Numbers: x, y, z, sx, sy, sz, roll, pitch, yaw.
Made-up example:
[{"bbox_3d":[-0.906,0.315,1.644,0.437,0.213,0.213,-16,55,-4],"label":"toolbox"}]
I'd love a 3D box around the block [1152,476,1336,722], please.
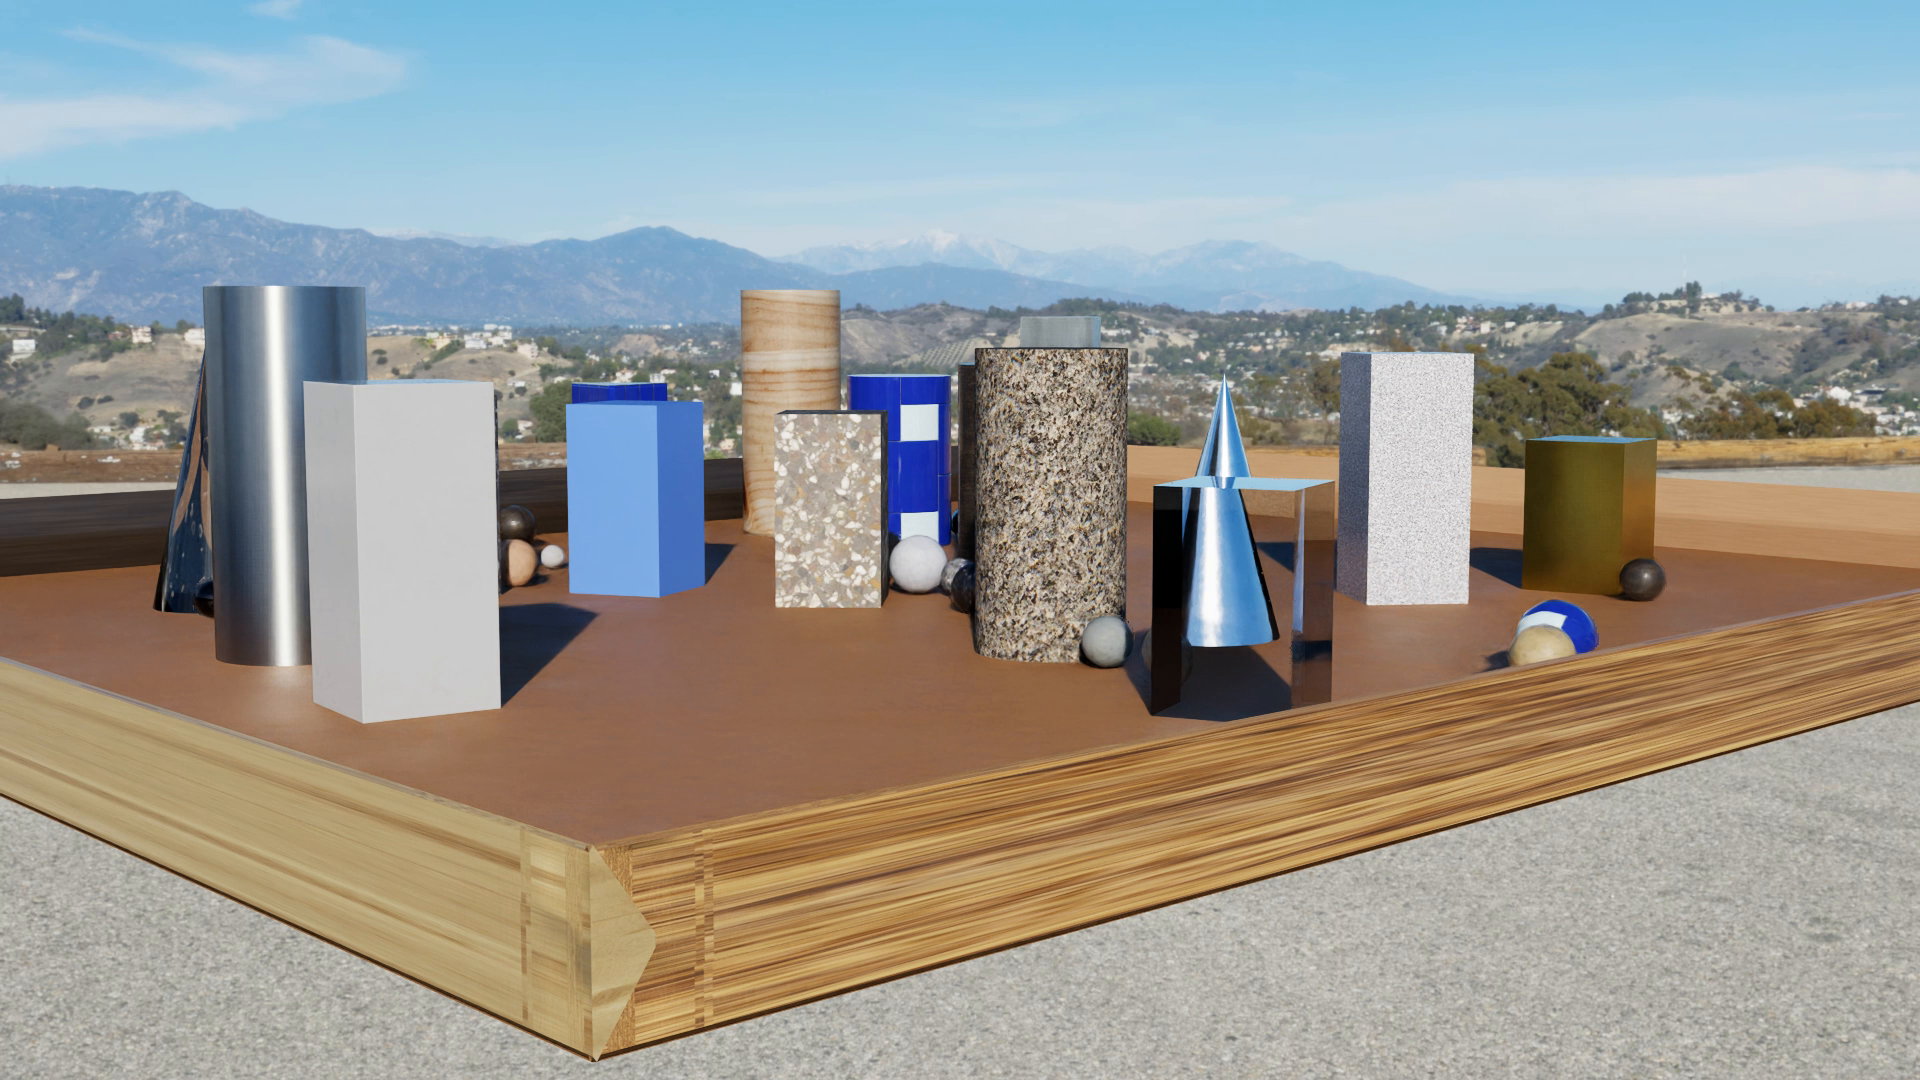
[{"bbox_3d":[0.317,0.063,2.451,0.159,0.255,0.159,3,7,25],"label":"block"}]

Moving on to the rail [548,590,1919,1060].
[{"bbox_3d":[0.902,0.135,2.360,3.092,0.129,0.045,-5,8,-42],"label":"rail"}]

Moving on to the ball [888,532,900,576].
[{"bbox_3d":[-0.135,0.023,3.672,0.082,0.082,0.082,0,6,0],"label":"ball"}]

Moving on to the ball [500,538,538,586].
[{"bbox_3d":[-0.723,0.037,3.558,0.079,0.079,0.079,0,6,0],"label":"ball"}]

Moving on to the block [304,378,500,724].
[{"bbox_3d":[-0.627,0.005,2.472,0.159,0.366,0.159,-4,7,-35],"label":"block"}]

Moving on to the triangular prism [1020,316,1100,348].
[{"bbox_3d":[0.228,-0.213,4.243,0.172,0.433,0.149,4,7,35],"label":"triangular prism"}]

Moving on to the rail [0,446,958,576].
[{"bbox_3d":[-0.902,-0.068,4.304,3.092,0.129,0.045,-5,8,-42],"label":"rail"}]

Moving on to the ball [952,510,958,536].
[{"bbox_3d":[0.013,-0.033,4.297,0.064,0.064,0.064,0,6,0],"label":"ball"}]

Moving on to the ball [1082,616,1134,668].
[{"bbox_3d":[0.184,0.127,2.750,0.065,0.065,0.065,0,6,0],"label":"ball"}]

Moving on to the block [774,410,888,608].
[{"bbox_3d":[-0.195,-0.051,3.377,0.159,0.291,0.159,0,6,2],"label":"block"}]

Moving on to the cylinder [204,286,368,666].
[{"bbox_3d":[-0.864,-0.088,2.838,0.199,0.475,0.199,0,6,0],"label":"cylinder"}]

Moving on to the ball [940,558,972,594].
[{"bbox_3d":[0.001,0.059,3.428,0.062,0.062,0.062,0,6,0],"label":"ball"}]

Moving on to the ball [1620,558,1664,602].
[{"bbox_3d":[1.049,0.061,3.380,0.067,0.067,0.067,0,6,0],"label":"ball"}]

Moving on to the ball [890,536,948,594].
[{"bbox_3d":[-0.065,0.039,3.469,0.093,0.093,0.093,0,6,0],"label":"ball"}]

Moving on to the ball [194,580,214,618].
[{"bbox_3d":[-1.084,0.085,3.196,0.057,0.057,0.057,0,6,0],"label":"ball"}]

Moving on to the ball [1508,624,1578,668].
[{"bbox_3d":[0.684,0.138,2.584,0.079,0.079,0.079,0,6,0],"label":"ball"}]

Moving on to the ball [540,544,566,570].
[{"bbox_3d":[-0.704,0.029,3.804,0.042,0.042,0.042,0,6,0],"label":"ball"}]

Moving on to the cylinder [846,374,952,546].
[{"bbox_3d":[-0.116,-0.154,4.209,0.199,0.322,0.199,0,6,0],"label":"cylinder"}]

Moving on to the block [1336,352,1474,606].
[{"bbox_3d":[0.687,-0.099,3.408,0.159,0.380,0.159,-1,6,-7],"label":"block"}]

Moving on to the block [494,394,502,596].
[{"bbox_3d":[-0.809,-0.062,3.369,0.159,0.315,0.159,1,6,7],"label":"block"}]

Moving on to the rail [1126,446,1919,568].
[{"bbox_3d":[1.119,-0.073,4.358,0.045,0.129,2.708,-5,8,-42],"label":"rail"}]

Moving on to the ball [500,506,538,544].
[{"bbox_3d":[-0.835,-0.024,4.125,0.081,0.081,0.081,0,6,0],"label":"ball"}]

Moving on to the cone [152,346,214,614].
[{"bbox_3d":[-1.123,-0.122,3.322,0.199,0.442,0.199,0,6,0],"label":"cone"}]

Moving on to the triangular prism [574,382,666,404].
[{"bbox_3d":[-0.610,-0.135,4.076,0.149,0.312,0.172,-4,7,-33],"label":"triangular prism"}]

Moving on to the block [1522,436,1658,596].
[{"bbox_3d":[1.012,-0.042,3.535,0.159,0.240,0.159,4,7,35],"label":"block"}]

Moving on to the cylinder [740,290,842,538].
[{"bbox_3d":[-0.337,-0.256,4.402,0.199,0.485,0.199,0,6,0],"label":"cylinder"}]

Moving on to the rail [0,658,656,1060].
[{"bbox_3d":[-1.119,0.141,2.305,0.045,0.129,2.708,-5,8,-42],"label":"rail"}]

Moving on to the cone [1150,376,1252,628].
[{"bbox_3d":[0.367,-0.052,3.066,0.199,0.358,0.199,0,6,0],"label":"cone"}]

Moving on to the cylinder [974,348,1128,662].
[{"bbox_3d":[0.119,-0.052,2.873,0.199,0.396,0.199,0,6,0],"label":"cylinder"}]

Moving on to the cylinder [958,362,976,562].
[{"bbox_3d":[0.096,-0.108,3.592,0.199,0.359,0.199,0,6,0],"label":"cylinder"}]

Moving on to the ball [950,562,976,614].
[{"bbox_3d":[0.024,0.071,3.243,0.076,0.076,0.076,0,6,0],"label":"ball"}]

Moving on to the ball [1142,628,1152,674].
[{"bbox_3d":[0.258,0.133,2.618,0.082,0.082,0.082,0,6,0],"label":"ball"}]

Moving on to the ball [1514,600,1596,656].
[{"bbox_3d":[0.723,0.121,2.668,0.096,0.096,0.096,0,6,0],"label":"ball"}]

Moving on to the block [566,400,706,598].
[{"bbox_3d":[-0.517,-0.070,3.516,0.159,0.299,0.159,2,6,20],"label":"block"}]
